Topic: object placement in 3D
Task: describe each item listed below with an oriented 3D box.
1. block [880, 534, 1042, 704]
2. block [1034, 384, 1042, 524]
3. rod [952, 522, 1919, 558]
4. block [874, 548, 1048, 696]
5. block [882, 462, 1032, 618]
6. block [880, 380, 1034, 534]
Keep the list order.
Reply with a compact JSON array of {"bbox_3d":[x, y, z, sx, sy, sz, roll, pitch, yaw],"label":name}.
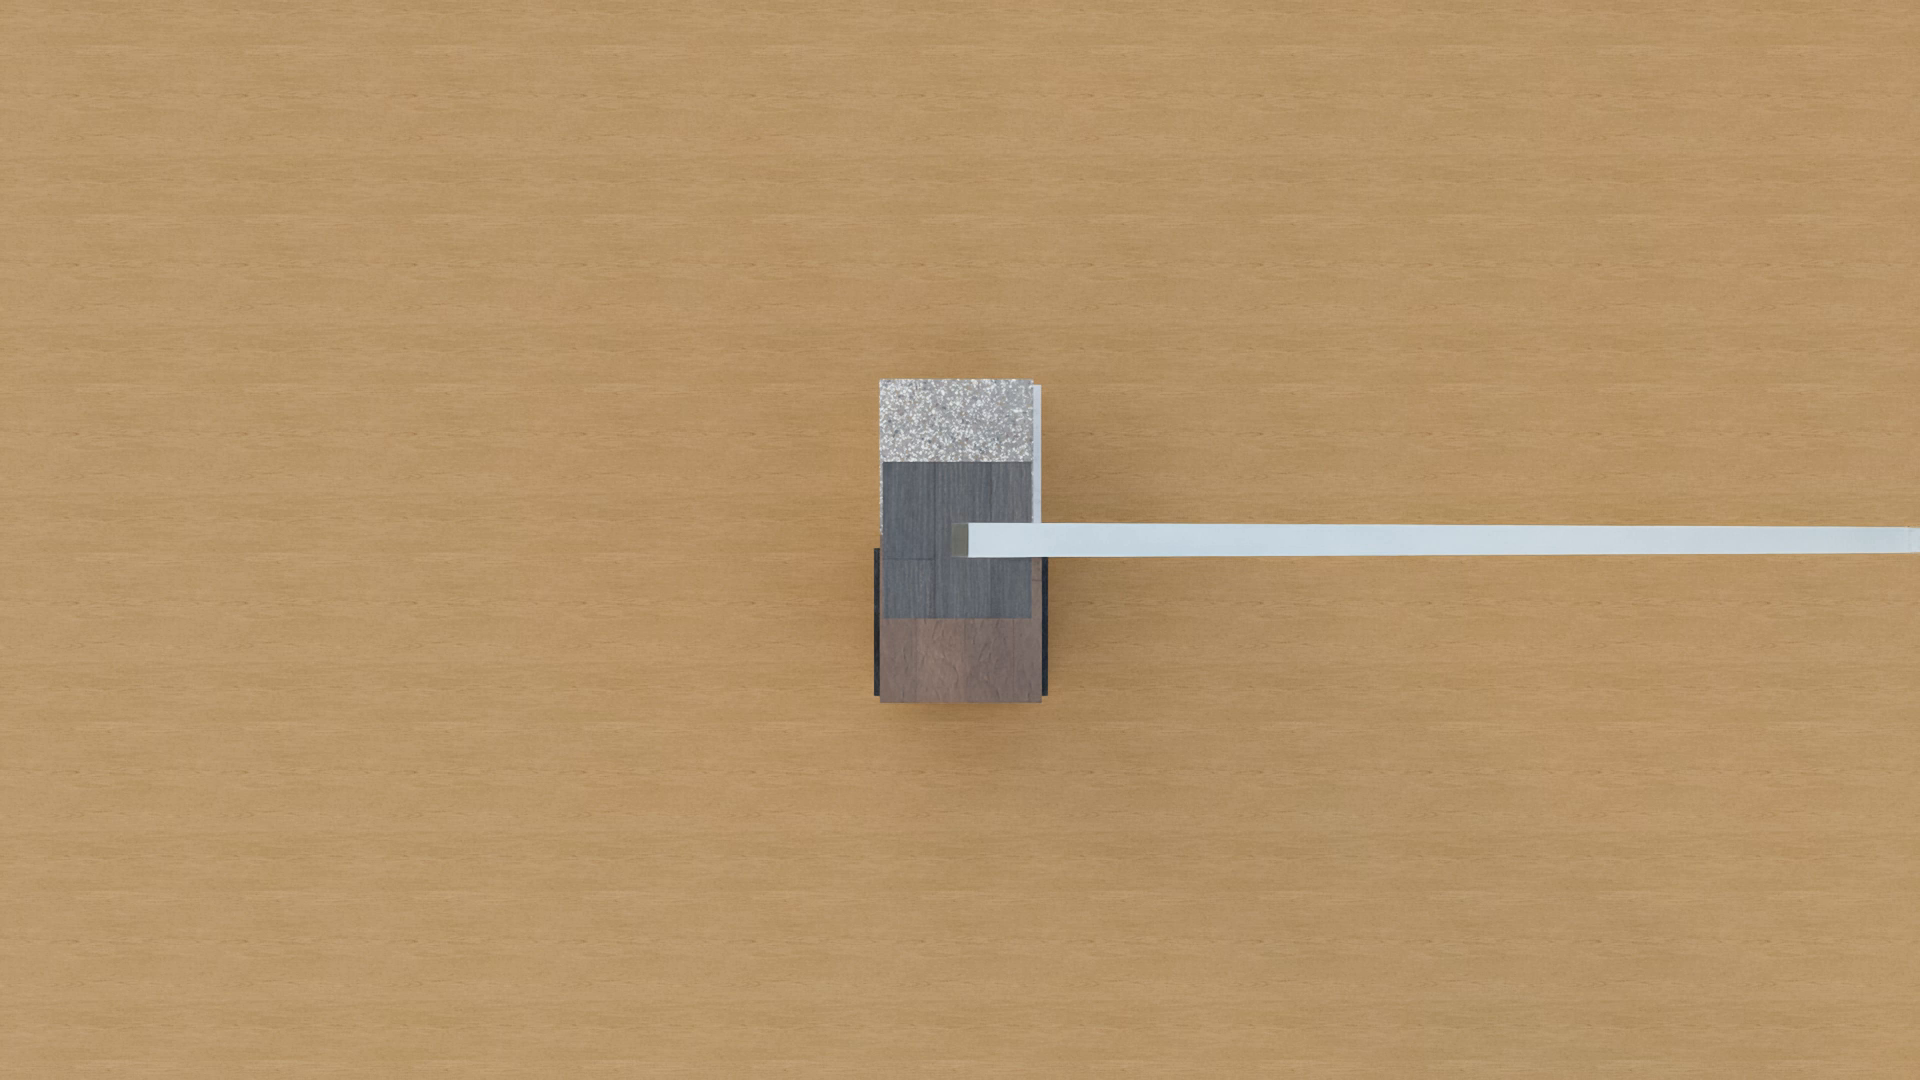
[{"bbox_3d":[0.004,0.406,11.682,0.832,0.757,0.866,0,90,0],"label":"block"},{"bbox_3d":[0.007,-0.410,12.561,0.881,0.877,0.891,0,90,0],"label":"block"},{"bbox_3d":[2.234,0.000,6.493,5.200,0.080,0.080,0,90,-31],"label":"rod"},{"bbox_3d":[0.005,0.450,12.530,0.956,0.940,0.809,0,90,0],"label":"block"},{"bbox_3d":[-0.013,0.000,10.288,0.672,0.701,0.709,0,90,0],"label":"block"},{"bbox_3d":[-0.019,-0.438,11.789,0.802,0.668,0.801,0,90,0],"label":"block"}]
